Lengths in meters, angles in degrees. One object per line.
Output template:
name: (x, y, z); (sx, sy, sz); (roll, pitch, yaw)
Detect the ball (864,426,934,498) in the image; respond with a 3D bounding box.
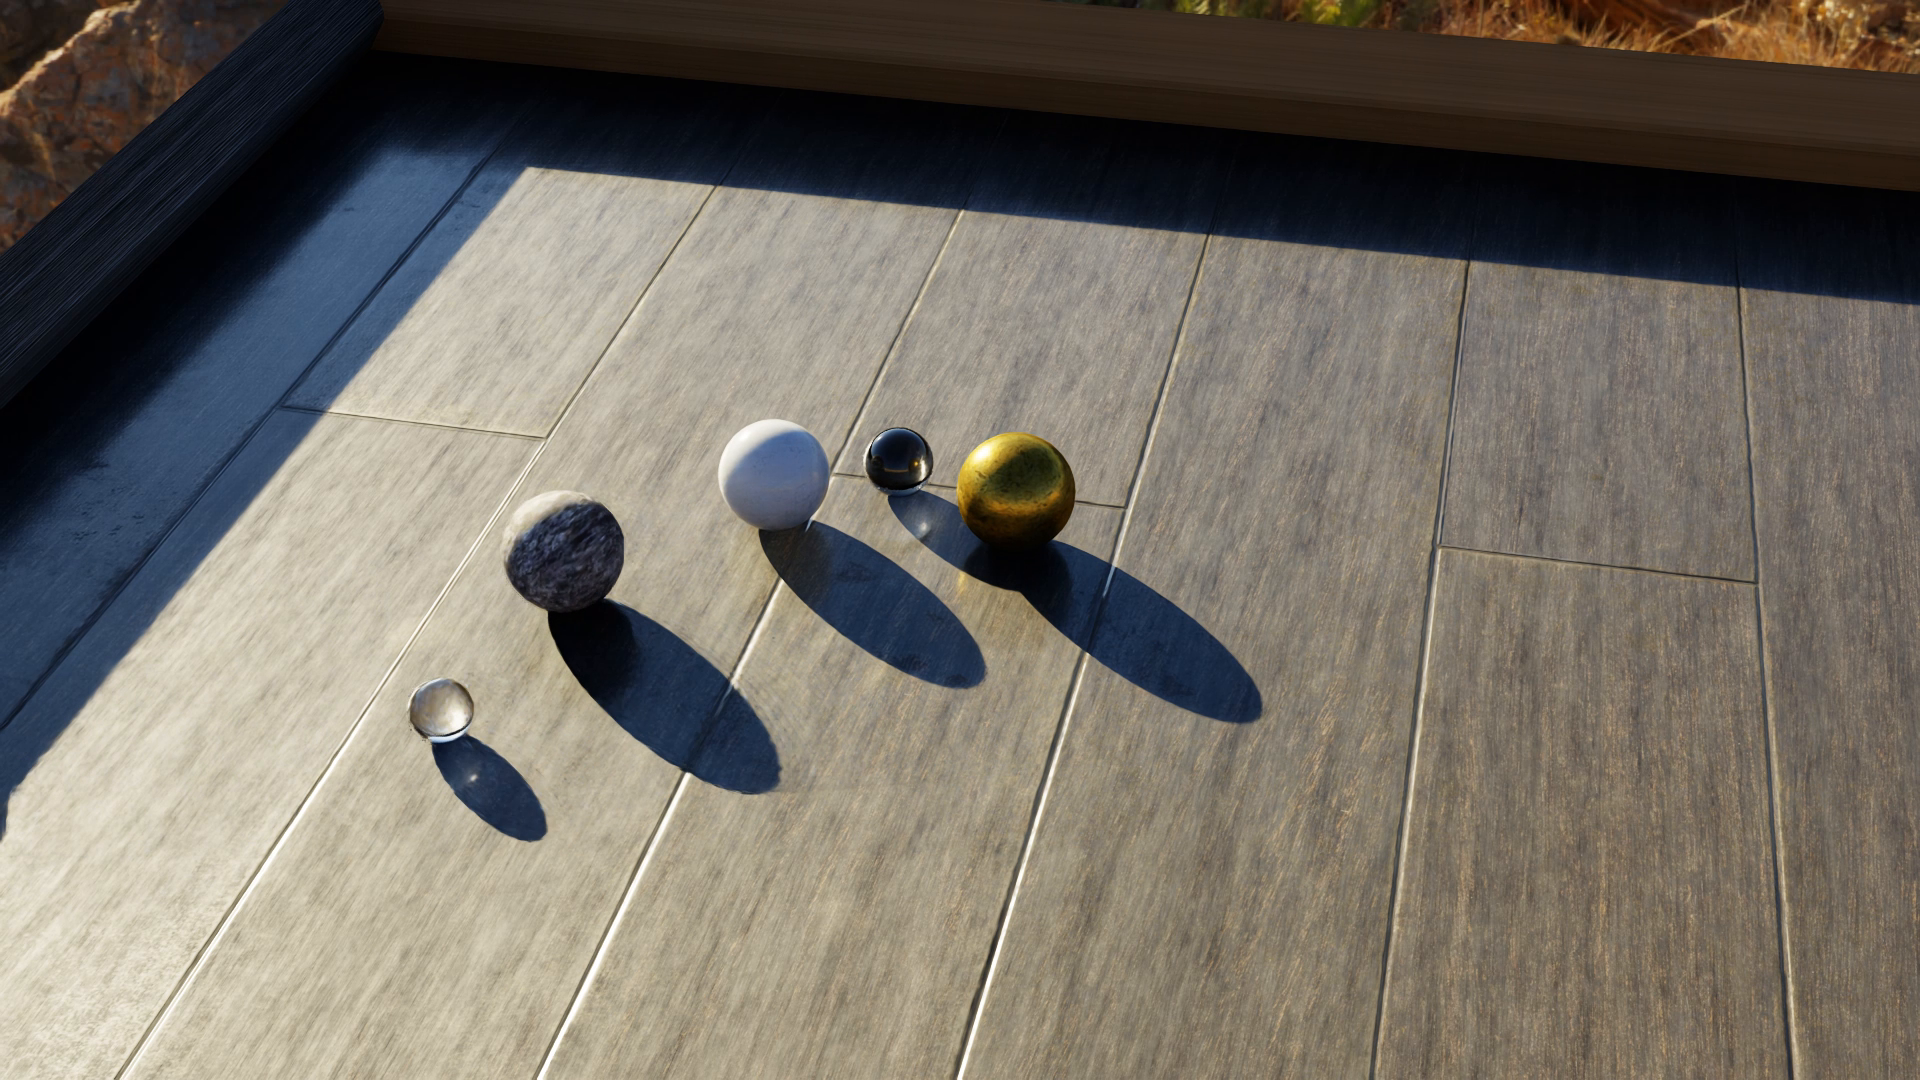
ball: (-0.050, -0.064, 2.102); (0.058, 0.058, 0.058); (0, 34, 0)

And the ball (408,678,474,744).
ball: (-0.372, 0.122, 1.836); (0.047, 0.047, 0.047); (0, 34, 0)

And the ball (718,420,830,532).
ball: (-0.149, -0.052, 2.056); (0.090, 0.090, 0.090); (0, 34, 0)

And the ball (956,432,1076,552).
ball: (0.044, -0.038, 2.031); (0.094, 0.094, 0.094); (0, 34, 0)

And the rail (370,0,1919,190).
rail: (1.033, -0.381, 2.512); (3.483, 0.123, 0.045); (7, 35, 10)

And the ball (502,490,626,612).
ball: (-0.303, 0.008, 1.963); (0.094, 0.094, 0.094); (0, 34, 0)

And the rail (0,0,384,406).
rail: (-0.827, -0.123, 2.130); (0.045, 0.123, 1.747); (7, 35, 10)
